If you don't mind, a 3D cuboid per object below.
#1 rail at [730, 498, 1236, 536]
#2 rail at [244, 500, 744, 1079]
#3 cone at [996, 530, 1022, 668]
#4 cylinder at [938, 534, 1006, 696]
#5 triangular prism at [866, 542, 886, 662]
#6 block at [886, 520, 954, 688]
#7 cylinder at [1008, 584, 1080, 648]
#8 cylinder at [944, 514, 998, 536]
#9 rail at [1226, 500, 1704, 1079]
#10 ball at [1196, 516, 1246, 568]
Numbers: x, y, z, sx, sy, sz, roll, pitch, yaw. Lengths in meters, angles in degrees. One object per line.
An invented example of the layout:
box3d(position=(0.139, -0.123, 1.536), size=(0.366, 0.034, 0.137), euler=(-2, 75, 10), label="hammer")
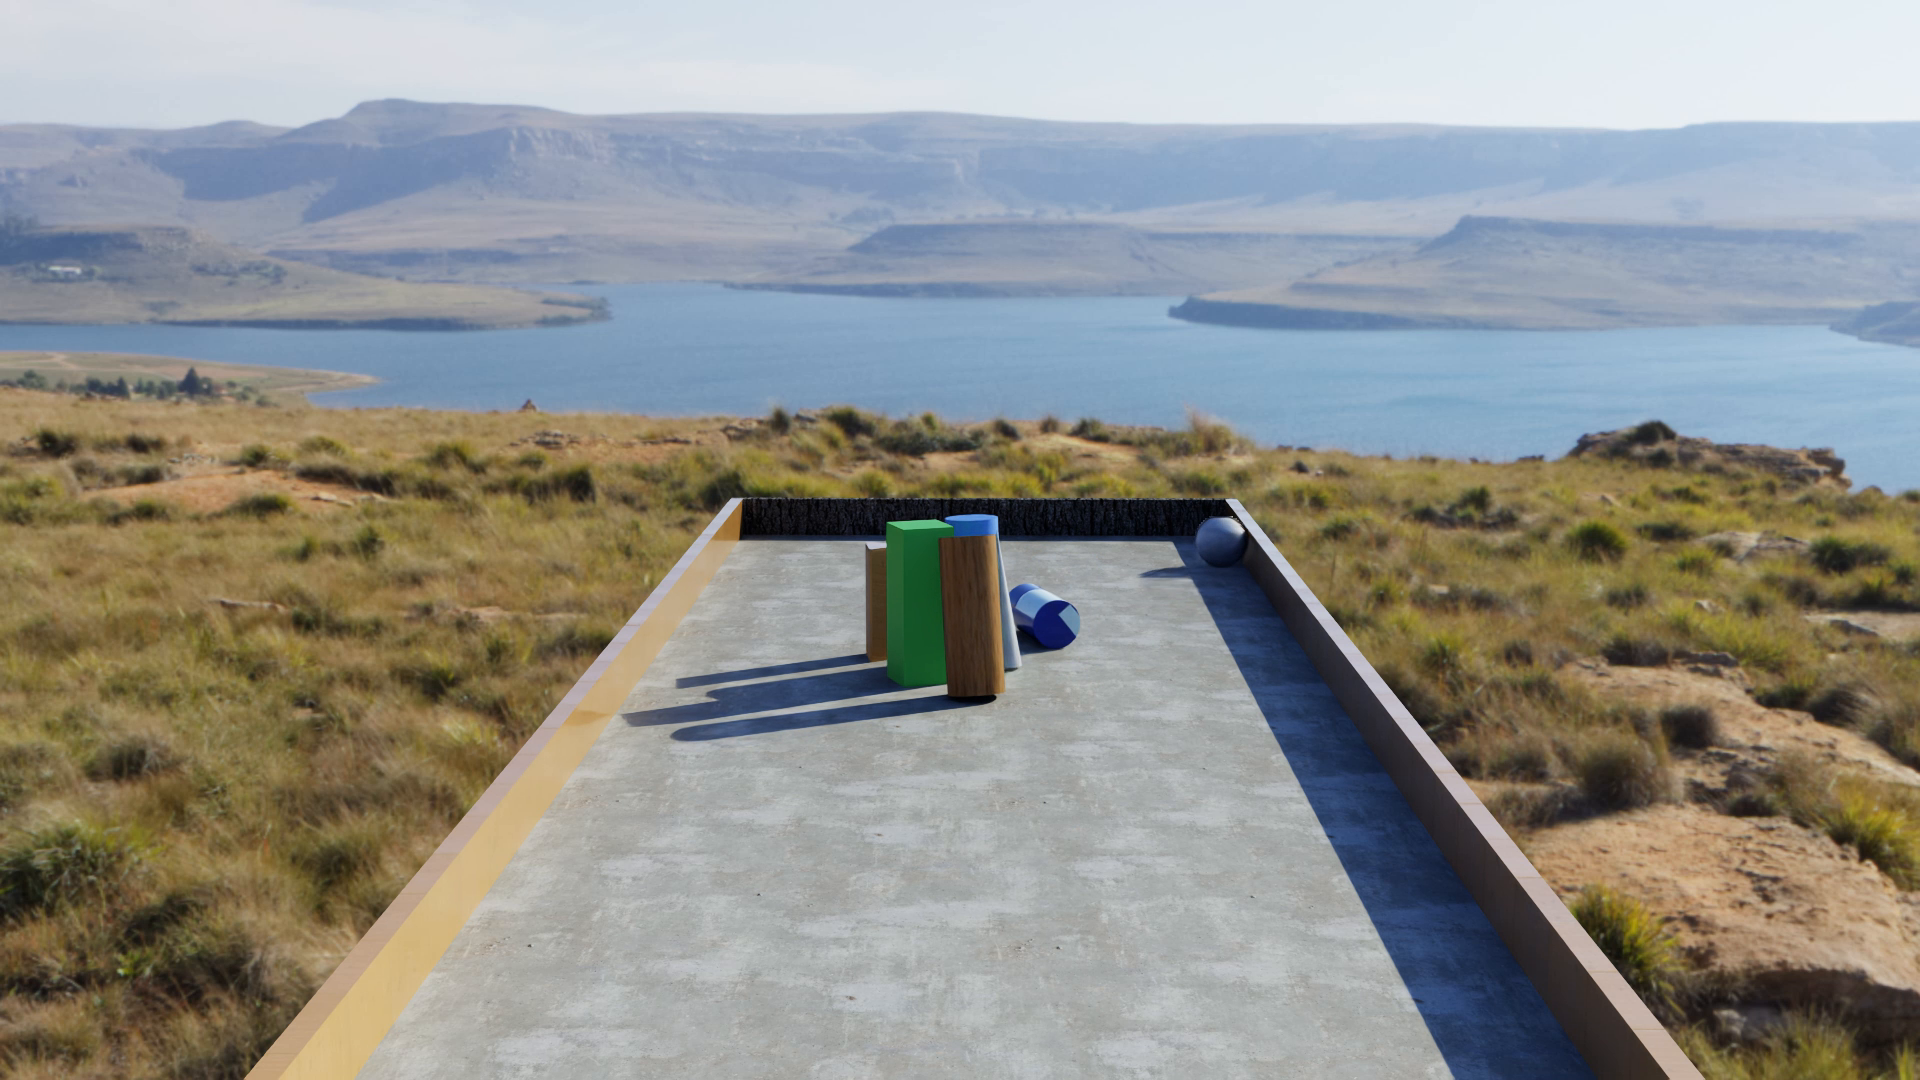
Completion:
box3d(position=(0.099, -0.098, 9.147), size=(2.100, 0.150, 0.050), euler=(0, 9, 1), label="rail")
box3d(position=(-1.004, 0.839, 3.234), size=(0.050, 0.150, 12.000), euler=(0, 9, 1), label="rail")
box3d(position=(0.121, 0.171, 6.572), size=(0.108, 0.415, 0.108), euler=(-3, 2, 0), label="cone")
box3d(position=(0.033, 0.211, 6.195), size=(0.164, 0.444, 0.164), euler=(-3, 1, 0), label="cylinder")
box3d(position=(-0.251, 0.185, 6.728), size=(0.136, 0.348, 0.117), euler=(-7, 11, -37), label="triangular prism")
box3d(position=(-0.116, 0.182, 6.392), size=(0.154, 0.460, 0.154), euler=(-3, 10, -20), label="block")
box3d(position=(0.260, 0.240, 7.003), size=(0.155, 0.155, 0.309), euler=(-3, 9, -16), label="cylinder")
box3d(position=(0.041, 0.148, 6.663), size=(0.161, 0.435, 0.161), euler=(-2, 7, 0), label="cylinder")
box3d(position=(1.046, 0.843, 3.208), size=(0.050, 0.150, 12.000), euler=(0, 9, 1), label="rail")
box3d(position=(0.991, 0.007, 8.344), size=(0.194, 0.194, 0.194), euler=(0, 9, 0), label="ball")
